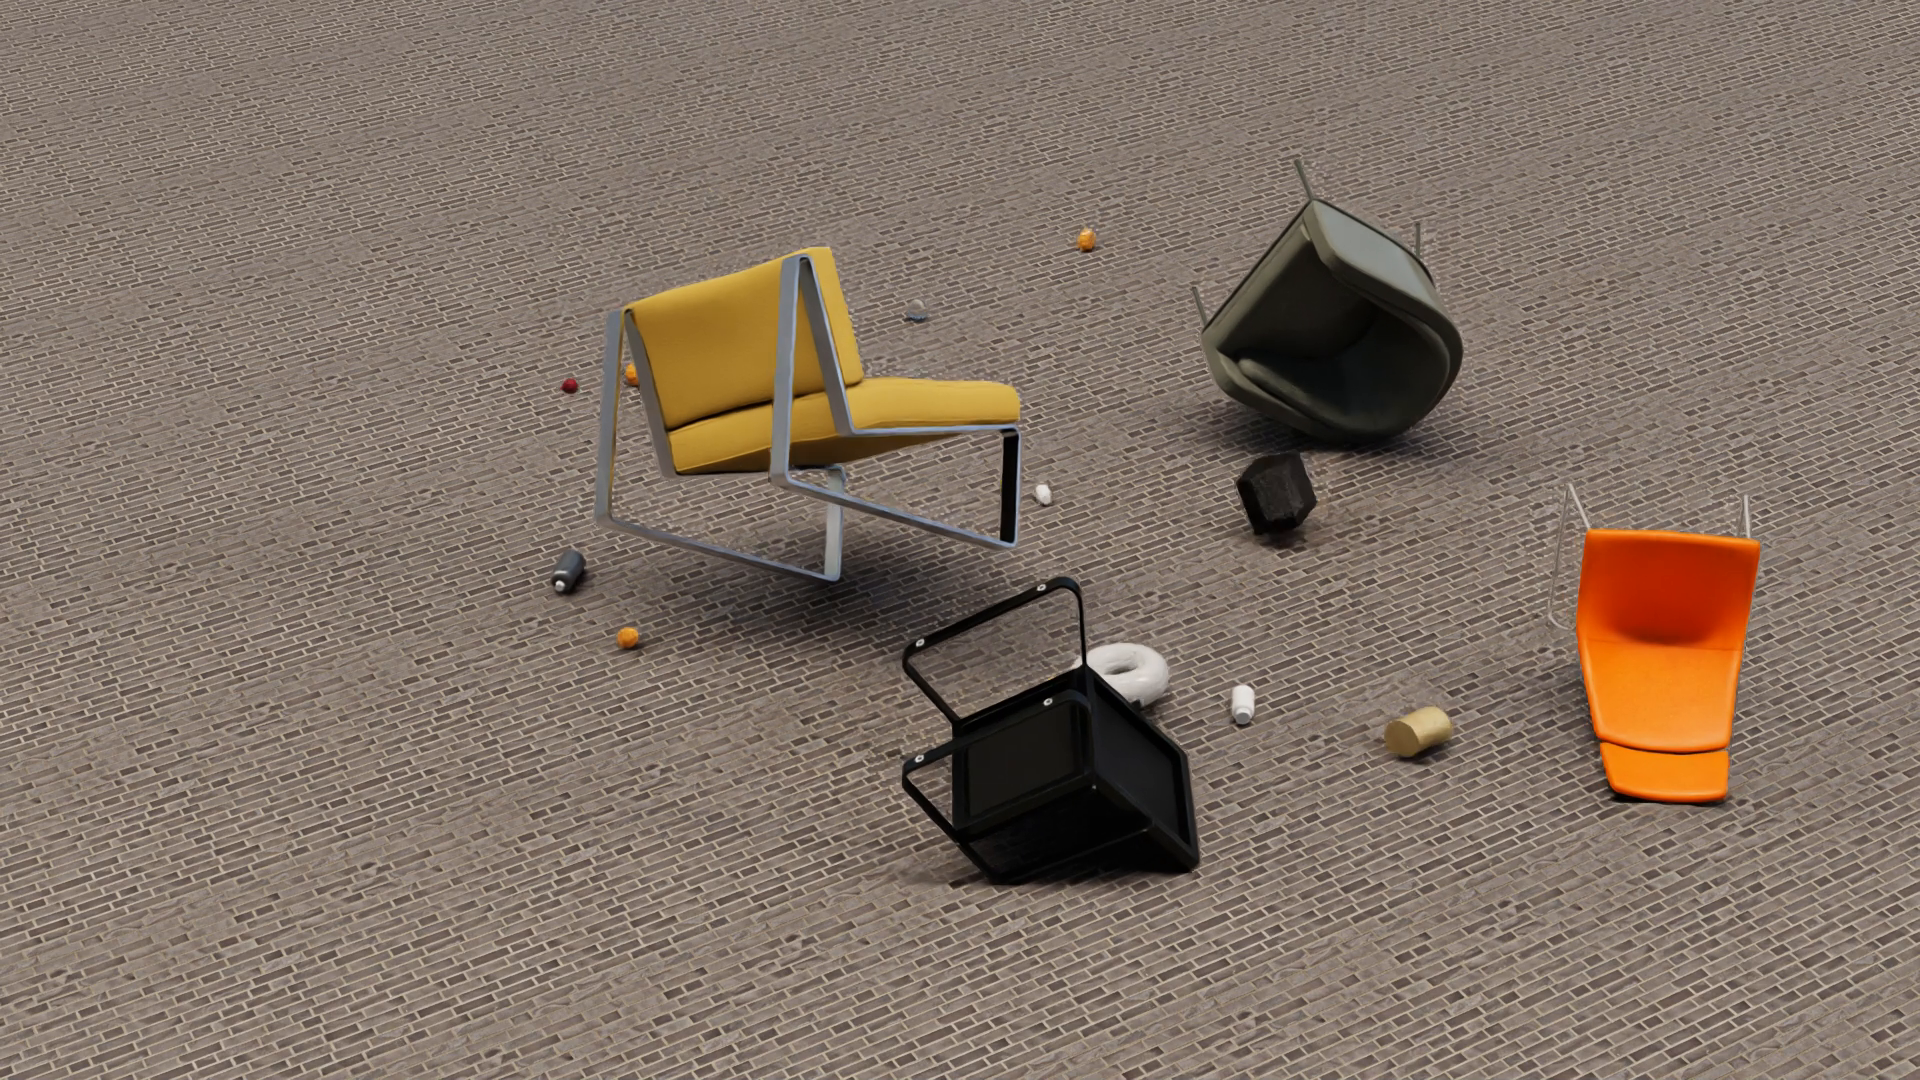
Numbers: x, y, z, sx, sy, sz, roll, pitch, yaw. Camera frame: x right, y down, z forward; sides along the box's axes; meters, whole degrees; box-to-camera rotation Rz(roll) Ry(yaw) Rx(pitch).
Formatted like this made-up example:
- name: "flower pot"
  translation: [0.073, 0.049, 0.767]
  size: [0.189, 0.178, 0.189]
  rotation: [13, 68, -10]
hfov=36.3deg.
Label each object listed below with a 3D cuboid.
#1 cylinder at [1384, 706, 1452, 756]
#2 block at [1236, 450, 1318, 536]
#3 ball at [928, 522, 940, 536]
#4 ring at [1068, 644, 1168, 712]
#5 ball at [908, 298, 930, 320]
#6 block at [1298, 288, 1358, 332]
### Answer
- name: "cylinder"
  translation: [1.536, 0.642, 9.838]
  size: [0.148, 0.128, 0.180]
  rotation: [-21, 5, -28]
- name: "block"
  translation: [1.178, -0.176, 10.900]
  size: [0.180, 0.220, 0.218]
  rotation: [-12, 19, 32]
- name: "ball"
  translation: [-0.098, -0.042, 10.963]
  size: [0.050, 0.050, 0.050]
  rotation: [0, 33, 0]
- name: "ring"
  translation: [0.545, 0.473, 10.072]
  size: [0.348, 0.135, 0.345]
  rotation: [-9, 25, -2]
- name: "ball"
  translation: [-0.175, -0.973, 12.339]
  size: [0.092, 0.092, 0.092]
  rotation: [0, 33, 0]
- name: "block"
  translation: [1.488, -0.932, 11.867]
  size: [0.150, 0.112, 0.153]
  rotation: [-25, 5, -27]
